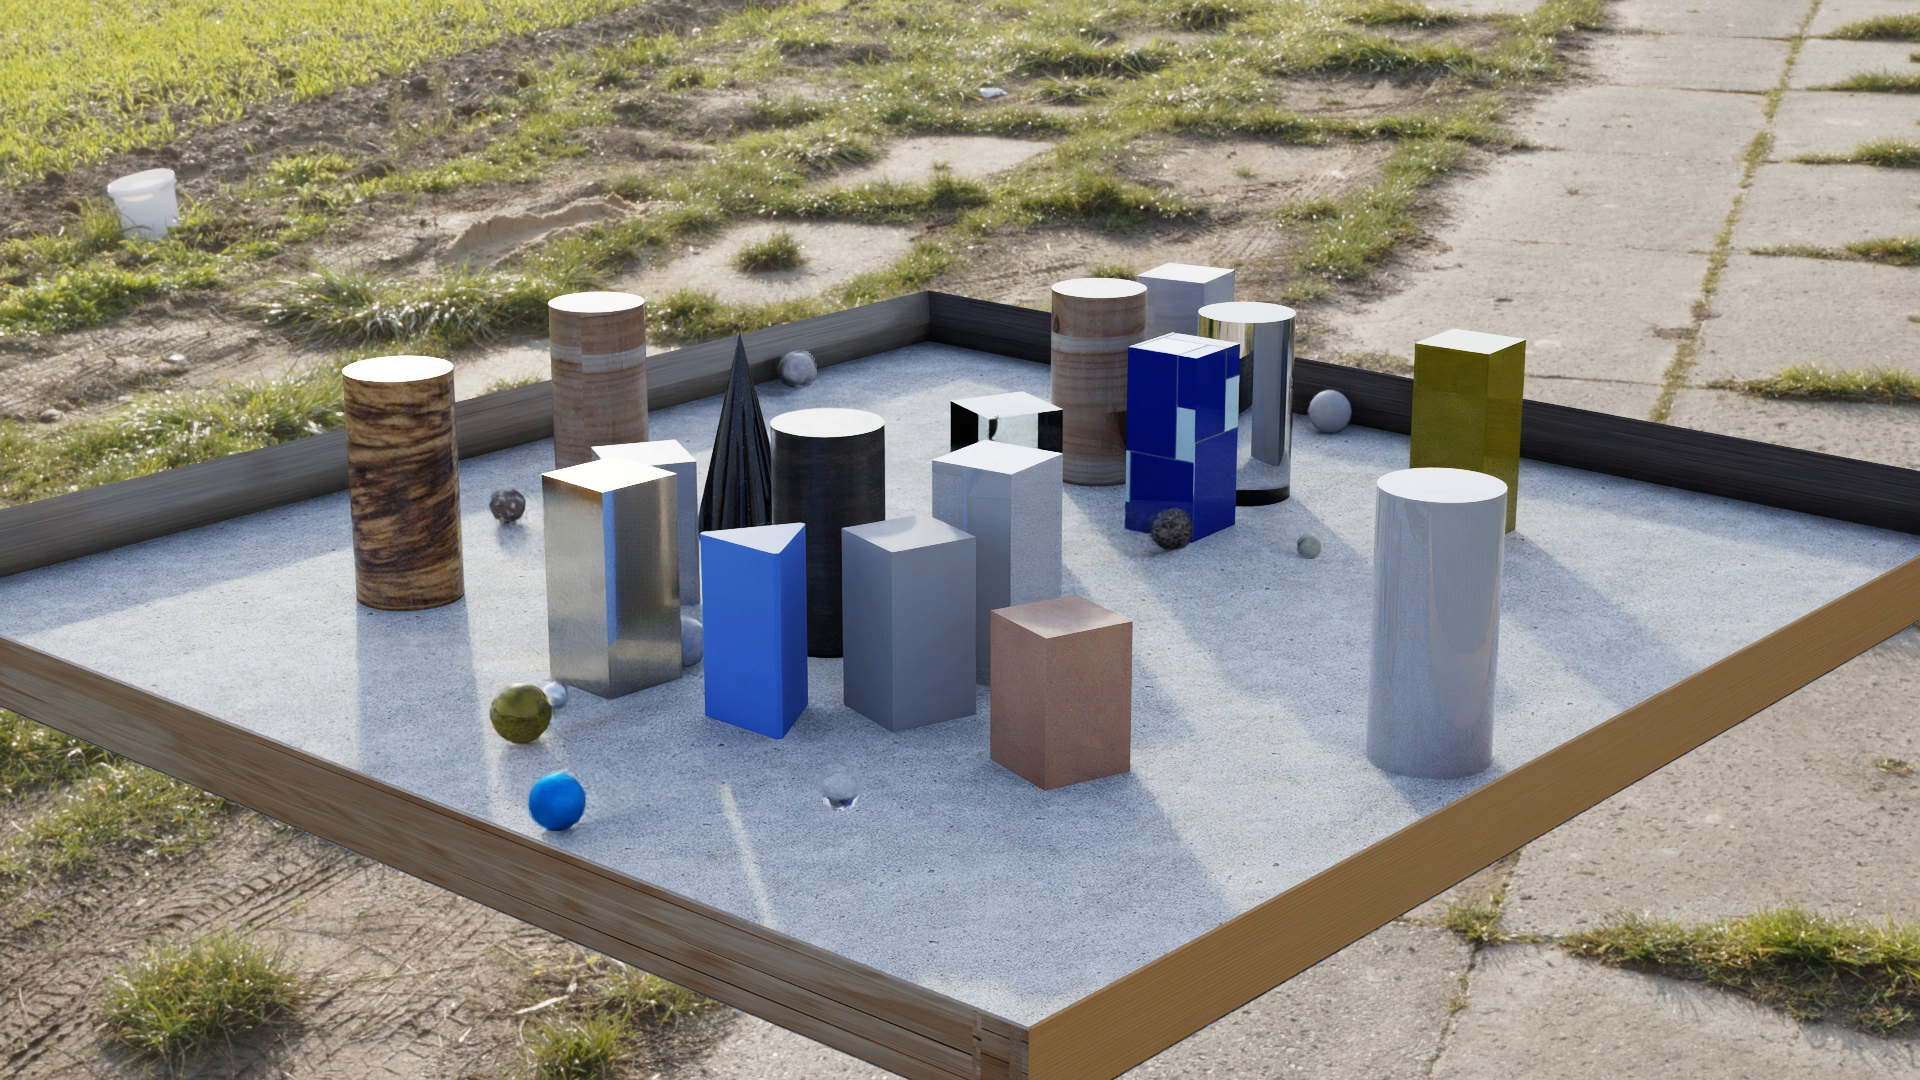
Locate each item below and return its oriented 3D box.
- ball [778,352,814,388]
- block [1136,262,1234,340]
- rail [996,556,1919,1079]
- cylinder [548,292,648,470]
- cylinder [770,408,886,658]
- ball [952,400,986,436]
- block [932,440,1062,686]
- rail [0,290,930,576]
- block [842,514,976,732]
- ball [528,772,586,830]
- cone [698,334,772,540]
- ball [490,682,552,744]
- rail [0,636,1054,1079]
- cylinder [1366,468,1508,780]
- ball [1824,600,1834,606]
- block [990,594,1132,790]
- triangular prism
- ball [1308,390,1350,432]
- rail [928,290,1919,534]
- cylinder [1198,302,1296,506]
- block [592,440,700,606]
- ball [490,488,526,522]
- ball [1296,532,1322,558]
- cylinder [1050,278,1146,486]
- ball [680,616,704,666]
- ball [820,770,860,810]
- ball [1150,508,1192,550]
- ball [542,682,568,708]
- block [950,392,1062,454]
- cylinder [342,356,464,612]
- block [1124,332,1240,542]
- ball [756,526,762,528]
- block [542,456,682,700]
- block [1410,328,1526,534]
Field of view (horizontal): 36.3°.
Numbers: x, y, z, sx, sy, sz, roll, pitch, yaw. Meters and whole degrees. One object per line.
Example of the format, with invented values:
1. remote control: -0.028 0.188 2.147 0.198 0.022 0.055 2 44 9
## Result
1. ball: -0.365 -0.381 6.552 0.082 0.082 0.082 0 17 0
2. block: 0.458 -0.364 5.998 0.149 0.371 0.149 9 19 28
3. rail: 0.994 0.280 4.295 0.045 0.121 2.856 14 22 39
4. cylinder: -0.710 -0.292 5.777 0.187 0.361 0.187 0 17 0
5. cylinder: -0.216 -0.013 4.830 0.187 0.374 0.187 0 17 0
6. ball: 0.018 -0.256 6.156 0.072 0.072 0.072 0 17 0
7. block: 0.060 0.039 4.690 0.149 0.357 0.149 11 20 33
8. rail: -0.994 -0.220 5.947 0.045 0.121 2.856 14 22 39
9. block: -0.079 0.126 4.520 0.149 0.288 0.149 -10 20 -31
10. ball: -0.562 0.365 4.091 0.079 0.079 0.079 0 17 0
11. cone: -0.404 -0.199 5.426 0.187 0.385 0.187 0 17 0
12. ball: -0.662 0.260 4.414 0.092 0.092 0.092 0 17 0
13. rail: -0.921 0.337 4.106 2.681 0.121 0.045 14 22 39
14. cylinder: 0.698 0.121 4.307 0.187 0.420 0.187 0 17 0
15. ball: 1.460 0.133 4.882 0.065 0.065 0.065 0 17 0
16. block: 0.148 0.221 4.300 0.149 0.233 0.149 -10 20 -30
17. triangular prism: -0.287 0.130 4.496 0.162 0.294 0.140 14 22 39
18. ball: 0.778 -0.271 6.177 0.090 0.090 0.090 0 17 0
19. rail: 0.921 -0.277 6.136 2.681 0.121 0.045 14 22 39
20. cylinder: 0.552 -0.265 5.685 0.187 0.362 0.187 0 17 0
21. block: -0.544 -0.026 5.079 0.149 0.255 0.149 -6 18 -19
22. ball: -0.855 -0.066 5.538 0.067 0.067 0.067 0 17 0
23. ball: 0.634 0.010 5.322 0.046 0.046 0.046 0 17 0
24. cylinder: 0.273 -0.314 5.817 0.187 0.380 0.187 0 17 0
25. ball: -0.446 0.165 4.749 0.082 0.082 0.082 0 17 0
26. ball: -0.170 0.355 4.163 0.055 0.055 0.055 0 17 0
27. ball: 0.386 -0.019 5.369 0.075 0.075 0.075 0 17 0
28. ball: -0.630 0.242 4.562 0.042 0.042 0.042 0 17 0
29. block: 0.083 -0.109 5.310 0.149 0.280 0.149 -9 19 -26
30. cylinder: -0.959 -0.098 5.060 0.187 0.405 0.187 0 17 0
31. block: 0.414 -0.193 5.467 0.149 0.350 0.149 12 21 35
32. ball: -0.363 -0.004 5.374 0.044 0.044 0.044 0 17 0
33. block: -0.551 0.059 4.654 0.149 0.339 0.149 16 23 42
34. block: 0.938 -0.190 5.434 0.149 0.365 0.149 12 21 35
